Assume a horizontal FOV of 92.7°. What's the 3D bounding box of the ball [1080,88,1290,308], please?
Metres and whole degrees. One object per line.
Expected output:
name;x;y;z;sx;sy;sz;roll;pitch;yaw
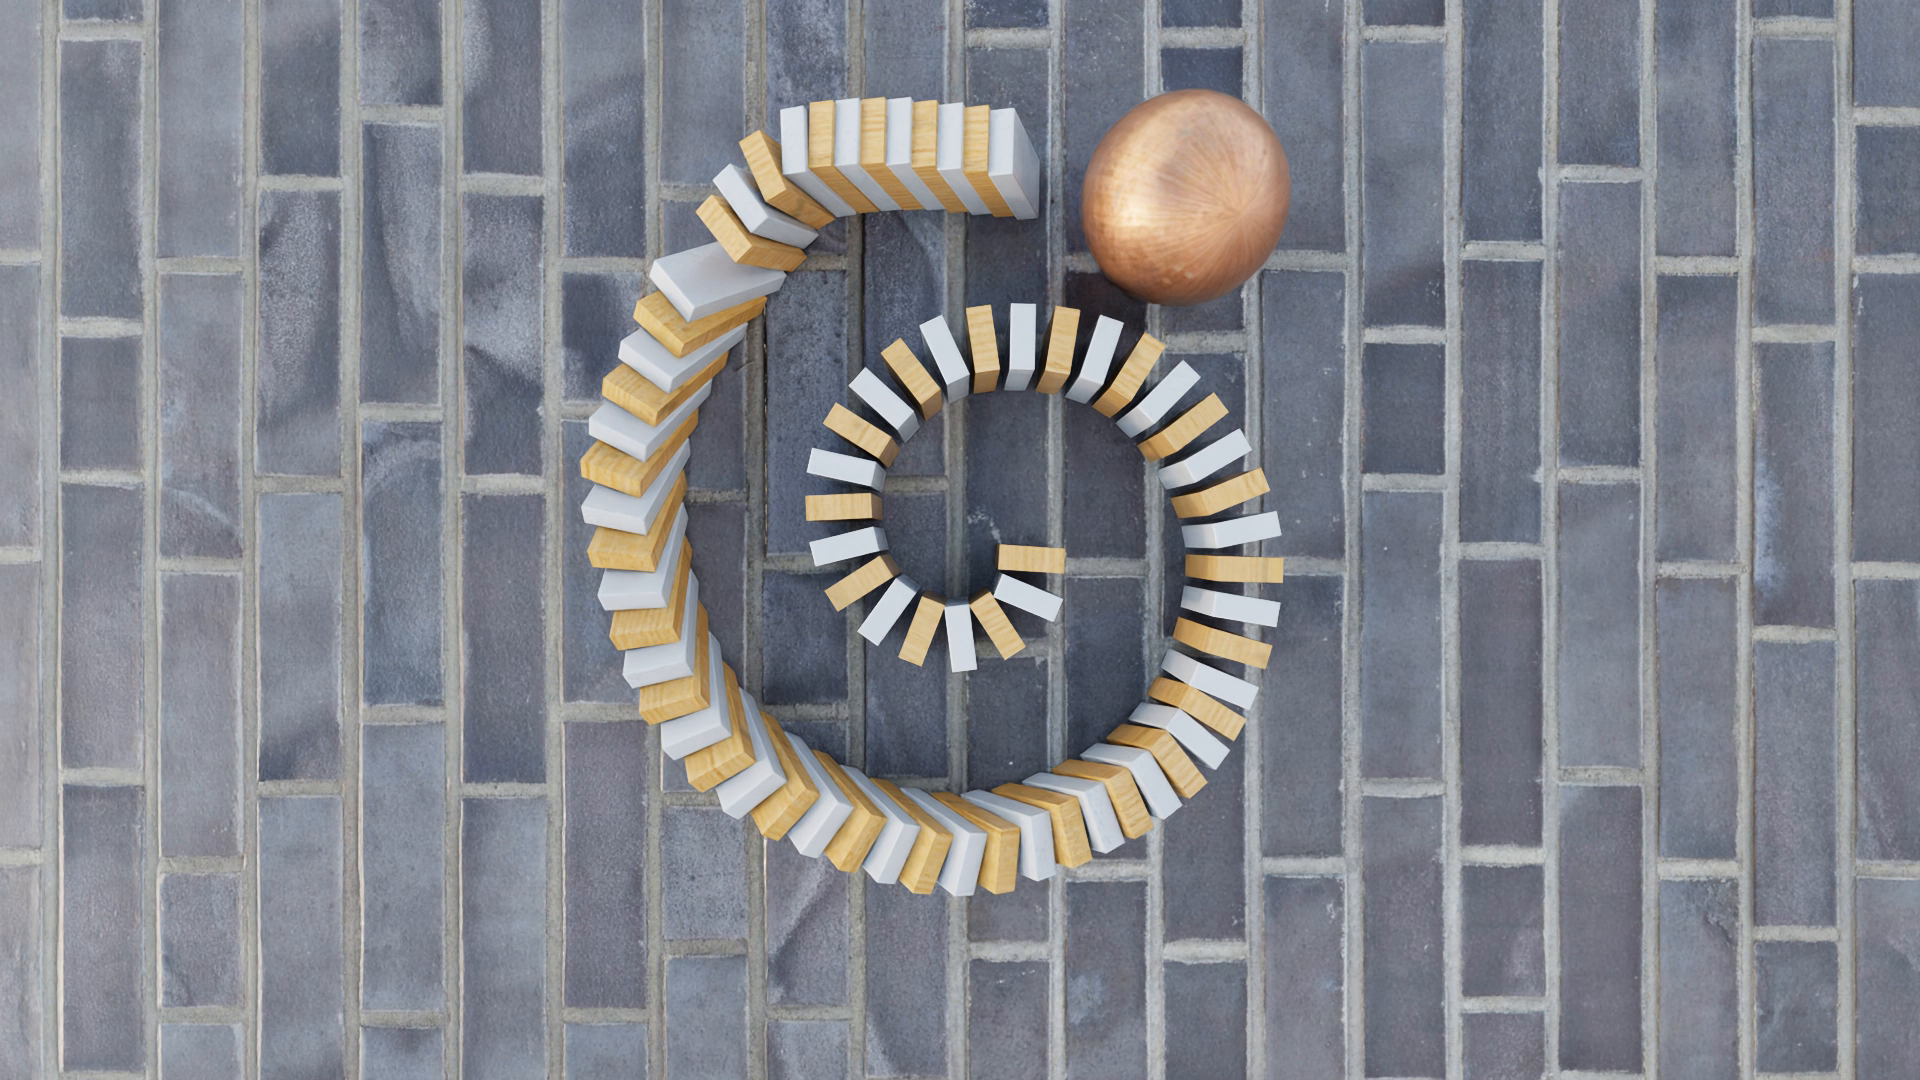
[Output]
ball;0.087;-0.133;0.360;0.080;0.080;0.080;0;90;0

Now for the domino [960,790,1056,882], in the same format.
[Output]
domino;0.019;0.120;0.376;0.010;0.050;0.025;-6;90;-33

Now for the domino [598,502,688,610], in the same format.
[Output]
domino;-0.130;0.006;0.380;0.025;0.009;0.050;-3;48;0

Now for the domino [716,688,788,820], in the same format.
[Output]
domino;-0.091;0.087;0.379;0.025;0.050;0.009;-38;135;0

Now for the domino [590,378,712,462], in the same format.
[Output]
domino;-0.127;-0.056;0.379;0.025;0.009;0.050;27;47;0

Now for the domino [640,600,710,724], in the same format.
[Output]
domino;-0.118;0.050;0.379;0.025;0.009;0.050;-17;46;0

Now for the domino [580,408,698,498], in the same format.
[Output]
domino;-0.132;-0.041;0.379;0.025;0.010;0.050;21;47;1

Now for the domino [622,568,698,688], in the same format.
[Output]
domino;-0.123;0.036;0.379;0.025;0.010;0.050;-12;47;0

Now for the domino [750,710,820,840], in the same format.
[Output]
domino;-0.079;0.096;0.379;0.025;0.050;0.009;-47;135;0

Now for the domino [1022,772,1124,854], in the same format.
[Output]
domino;0.045;0.111;0.376;0.009;0.050;0.025;-20;90;-26

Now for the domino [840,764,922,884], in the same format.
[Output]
domino;-0.039;0.116;0.378;0.009;0.050;0.025;25;90;-41

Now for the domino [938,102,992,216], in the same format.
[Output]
domino;0.003;-0.154;0.375;0.010;0.050;0.025;1;90;16

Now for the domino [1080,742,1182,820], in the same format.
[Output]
domino;0.069;0.098;0.375;0.010;0.050;0.025;-31;90;-18

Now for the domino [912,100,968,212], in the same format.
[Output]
domino;-0.007;-0.155;0.375;0.009;0.050;0.025;1;90;16

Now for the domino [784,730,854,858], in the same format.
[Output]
domino;-0.066;0.104;0.379;0.025;0.050;0.009;-54;134;0

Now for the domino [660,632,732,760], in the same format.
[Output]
domino;-0.111;0.063;0.379;0.025;0.010;0.050;-23;46;0

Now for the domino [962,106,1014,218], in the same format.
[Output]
domino;0.013;-0.153;0.375;0.009;0.050;0.025;1;90;16

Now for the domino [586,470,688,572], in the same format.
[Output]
domino;-0.133;-0.010;0.379;0.025;0.010;0.050;4;47;0

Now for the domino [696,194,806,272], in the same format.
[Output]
domino;-0.084;-0.124;0.375;0.010;0.050;0.025;-38;90;20

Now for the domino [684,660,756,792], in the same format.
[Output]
domino;-0.102;0.076;0.379;0.025;0.010;0.050;-29;45;0

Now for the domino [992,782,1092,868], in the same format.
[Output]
domino;0.033;0.116;0.376;0.010;0.050;0.025;-13;90;-30

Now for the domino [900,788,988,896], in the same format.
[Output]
domino;-0.010;0.123;0.377;0.009;0.050;0.025;13;90;-37

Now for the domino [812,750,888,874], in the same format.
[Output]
domino;-0.053;0.111;0.378;0.010;0.050;0.025;31;90;-43

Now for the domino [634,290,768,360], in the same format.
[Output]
domino;-0.107;-0.096;0.379;0.025;0.010;0.050;43;48;1

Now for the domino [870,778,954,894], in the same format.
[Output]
domino;-0.025;0.121;0.378;0.009;0.050;0.025;22;90;-39

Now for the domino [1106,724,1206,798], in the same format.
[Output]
domino;0.079;0.089;0.375;0.009;0.050;0.025;-38;90;-13

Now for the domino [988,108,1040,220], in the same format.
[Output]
domino;0.023;-0.152;0.375;0.010;0.050;0.025;1;90;16

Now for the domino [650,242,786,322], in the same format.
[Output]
domino;-0.099;-0.109;0.379;0.025;0.009;0.050;50;48;4

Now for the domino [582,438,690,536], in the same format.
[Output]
domino;-0.133;-0.025;0.379;0.025;0.010;0.050;12;47;0

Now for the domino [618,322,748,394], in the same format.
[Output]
domino;-0.114;-0.083;0.380;0.025;0.010;0.050;36;47;0

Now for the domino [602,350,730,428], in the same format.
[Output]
domino;-0.121;-0.070;0.380;0.025;0.010;0.050;32;47;0

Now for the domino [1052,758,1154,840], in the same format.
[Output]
domino;0.057;0.105;0.375;0.010;0.050;0.025;-24;90;-22

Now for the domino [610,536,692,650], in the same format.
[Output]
domino;-0.127;0.021;0.380;0.025;0.010;0.050;-8;47;0

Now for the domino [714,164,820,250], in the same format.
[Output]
domino;-0.078;-0.135;0.375;0.010;0.050;0.025;-36;90;18

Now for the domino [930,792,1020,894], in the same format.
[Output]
domino;0.004;0.123;0.377;0.010;0.050;0.025;6;90;-35
